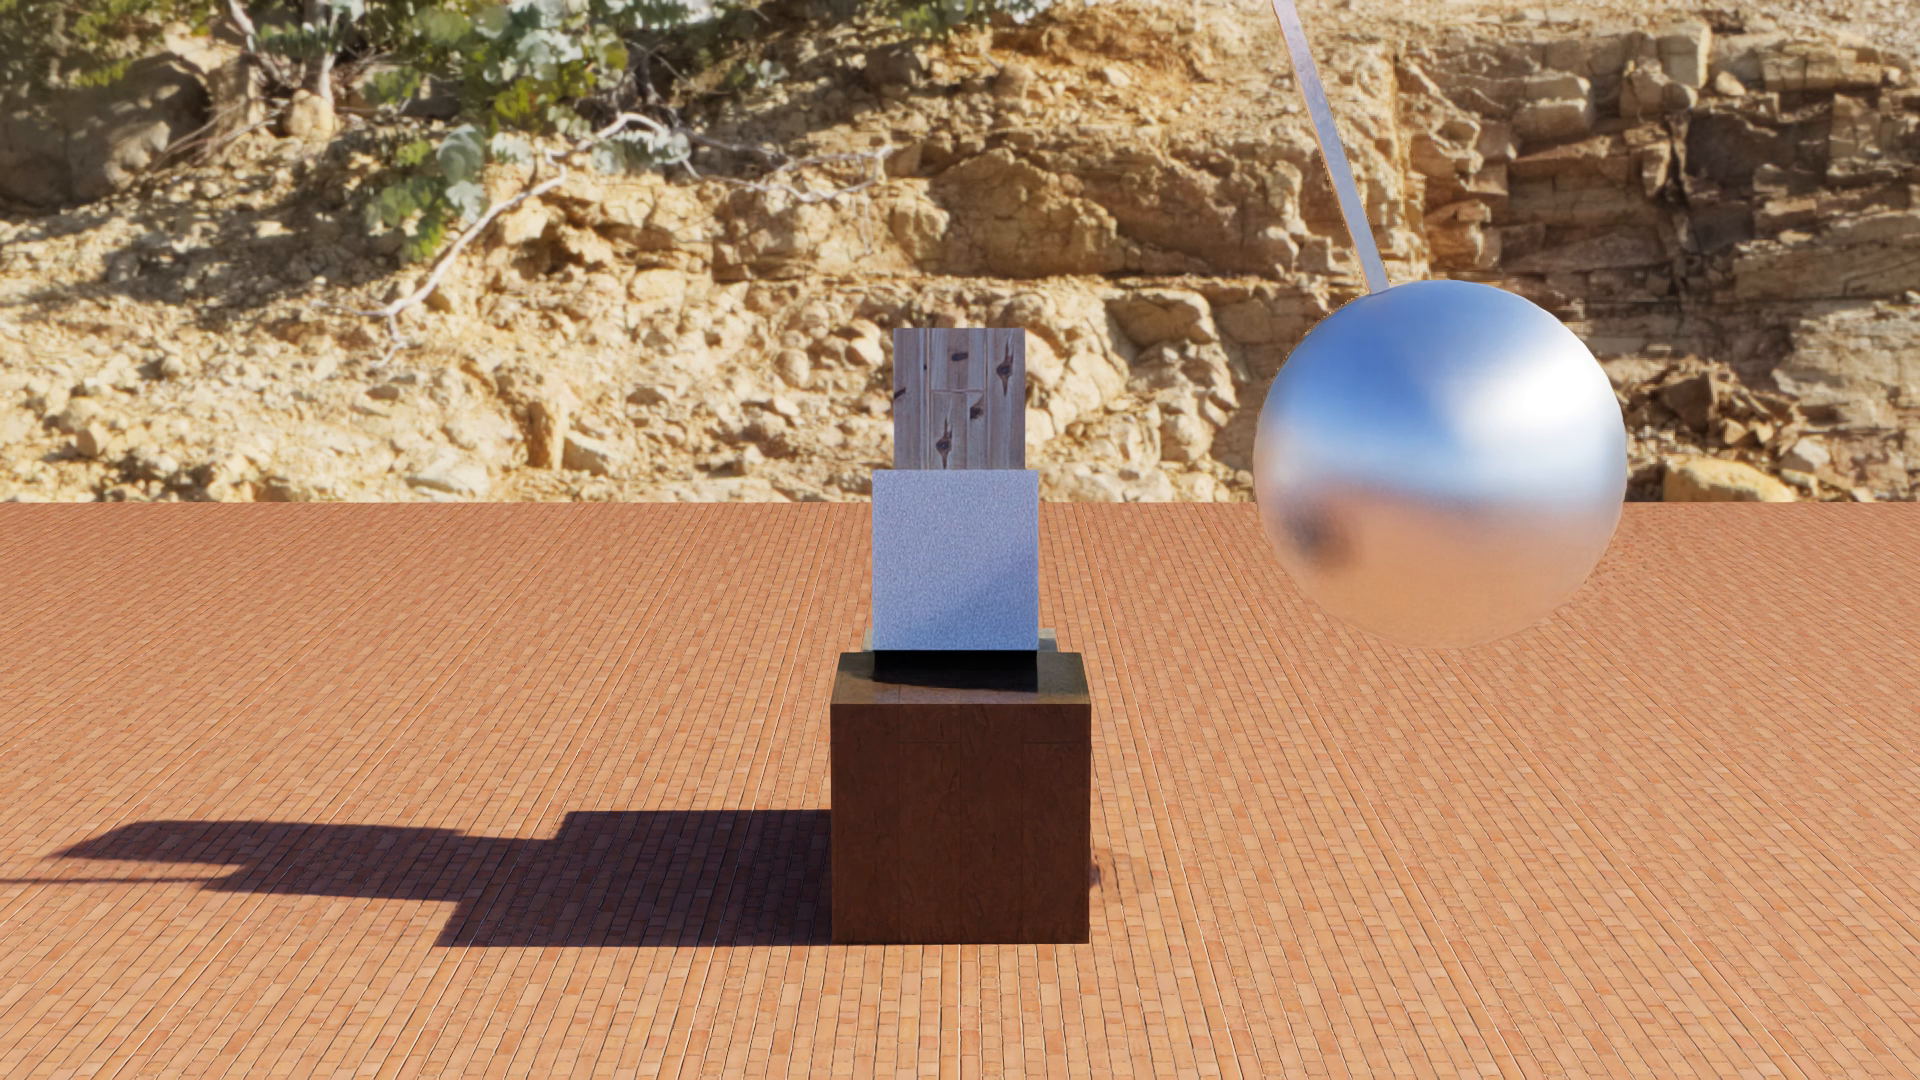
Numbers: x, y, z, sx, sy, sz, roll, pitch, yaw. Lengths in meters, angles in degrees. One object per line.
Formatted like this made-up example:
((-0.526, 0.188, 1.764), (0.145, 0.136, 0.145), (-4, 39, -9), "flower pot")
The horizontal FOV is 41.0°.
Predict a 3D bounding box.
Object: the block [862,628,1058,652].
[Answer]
((0.001, 0.951, 11.833), (0.897, 0.896, 1.012), (0, 10, 0), "block")

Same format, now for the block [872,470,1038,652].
((-0.019, 0.112, 11.297), (0.706, 0.767, 0.824), (0, -4, 0), "block")

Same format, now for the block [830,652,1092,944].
((0.003, 1.071, 10.856), (1.052, 1.009, 0.933), (0, 10, 0), "block")

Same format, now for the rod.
((0.899, -3.466, 10.550), (0.080, 5.200, 0.080), (-20, 10, 4), "rod")

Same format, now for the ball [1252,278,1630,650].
((2.074, -0.327, 11.121), (1.600, 1.600, 1.600), (0, 10, 0), "ball")

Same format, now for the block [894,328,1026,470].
((-0.002, -0.584, 11.594), (0.580, 0.662, 0.596), (0, -4, 0), "block")
